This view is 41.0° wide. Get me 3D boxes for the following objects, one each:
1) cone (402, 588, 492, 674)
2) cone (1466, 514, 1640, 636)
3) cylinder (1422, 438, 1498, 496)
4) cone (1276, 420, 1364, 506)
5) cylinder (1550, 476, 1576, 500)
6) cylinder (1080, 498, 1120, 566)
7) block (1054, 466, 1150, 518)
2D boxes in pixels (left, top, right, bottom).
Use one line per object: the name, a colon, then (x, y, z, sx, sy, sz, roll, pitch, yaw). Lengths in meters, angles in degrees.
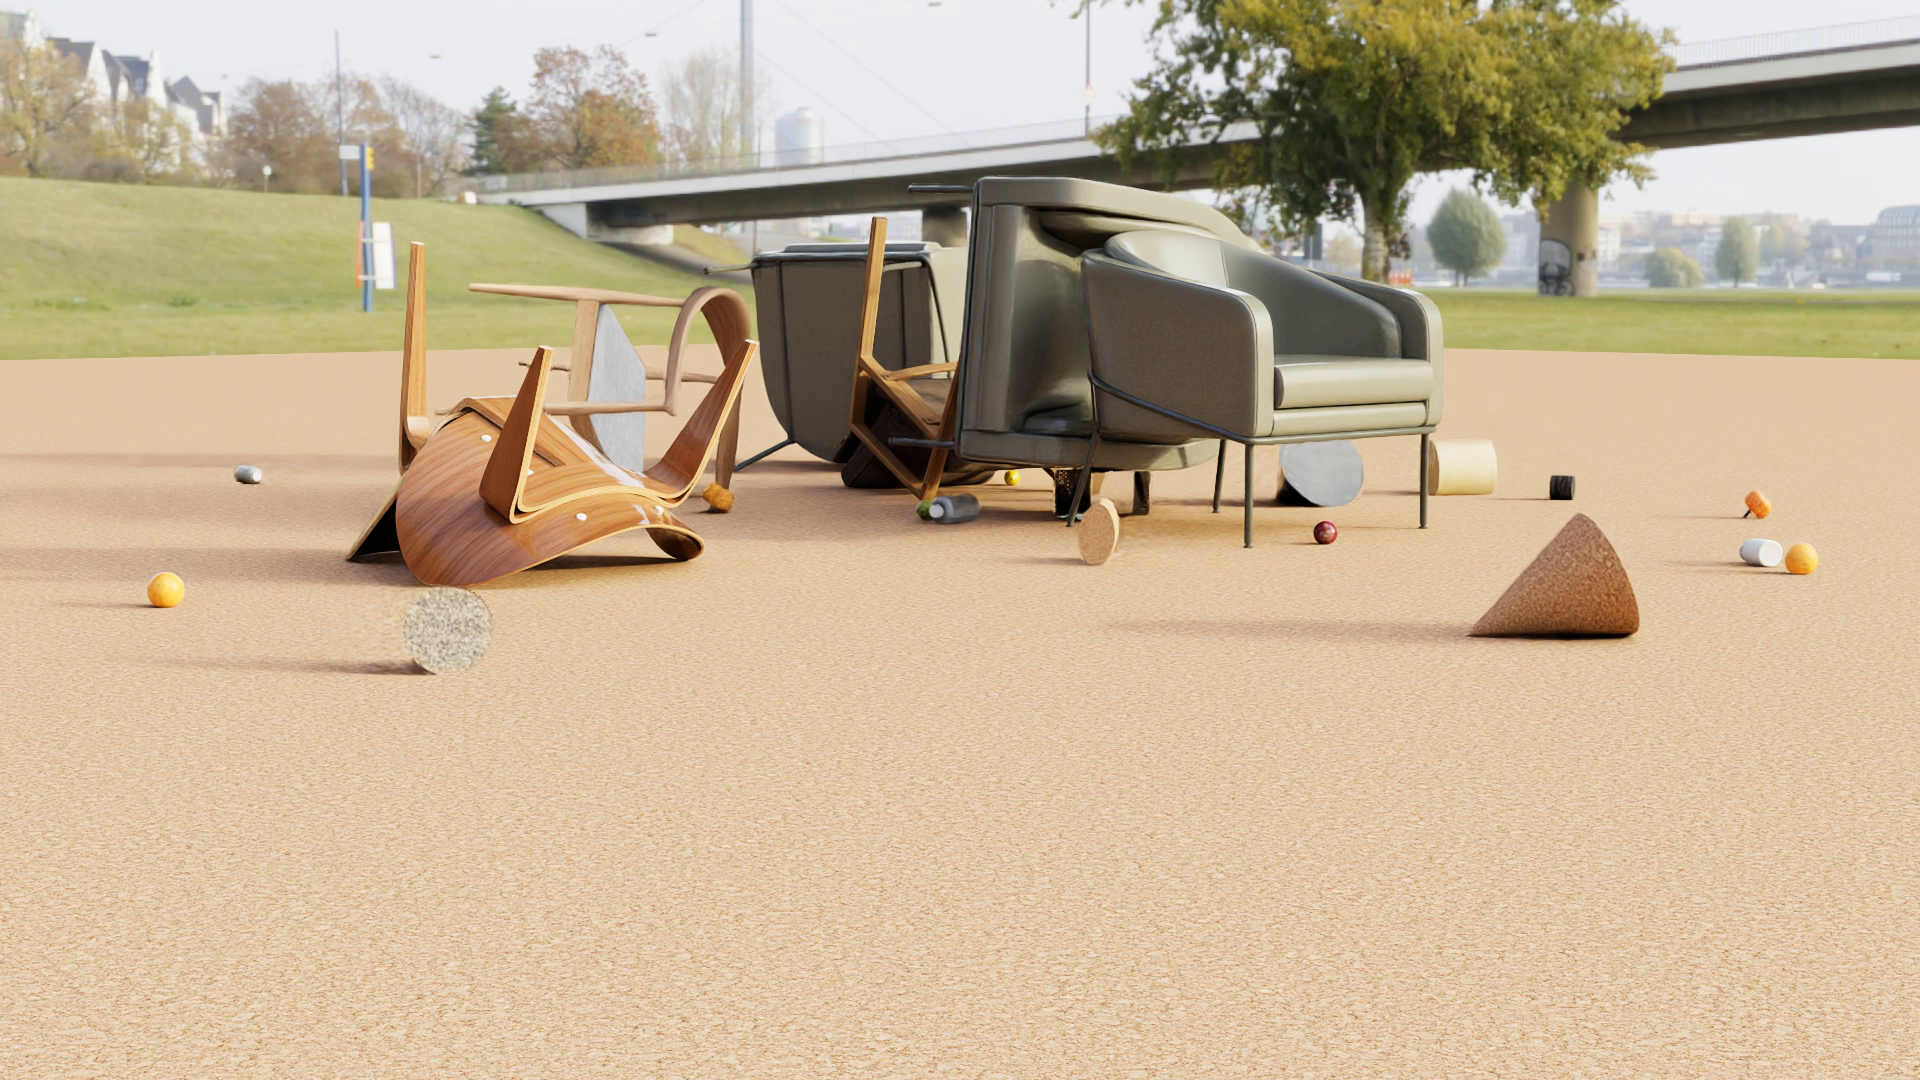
cone: (-0.884, 0.178, 4.345, 0.147, 0.159, 0.151, 37, -32, -6)
cone: (1.054, 0.120, 4.702, 0.283, 0.242, 0.273, -24, -3, -2)
cylinder: (1.505, -0.220, 7.727, 0.201, 0.170, 0.098, -2, -3, -21)
cone: (0.988, -0.174, 7.498, 0.246, 0.278, 0.325, -45, 0, -24)
cylinder: (1.778, -0.154, 7.572, 0.064, 0.069, 0.064, 3, -18, 24)
cylinder: (0.321, -0.019, 5.907, 0.081, 0.142, 0.163, 4, 6, 7)
block: (0.391, -0.130, 7.020, 0.120, 0.125, 0.277, 6, 7, 38)
